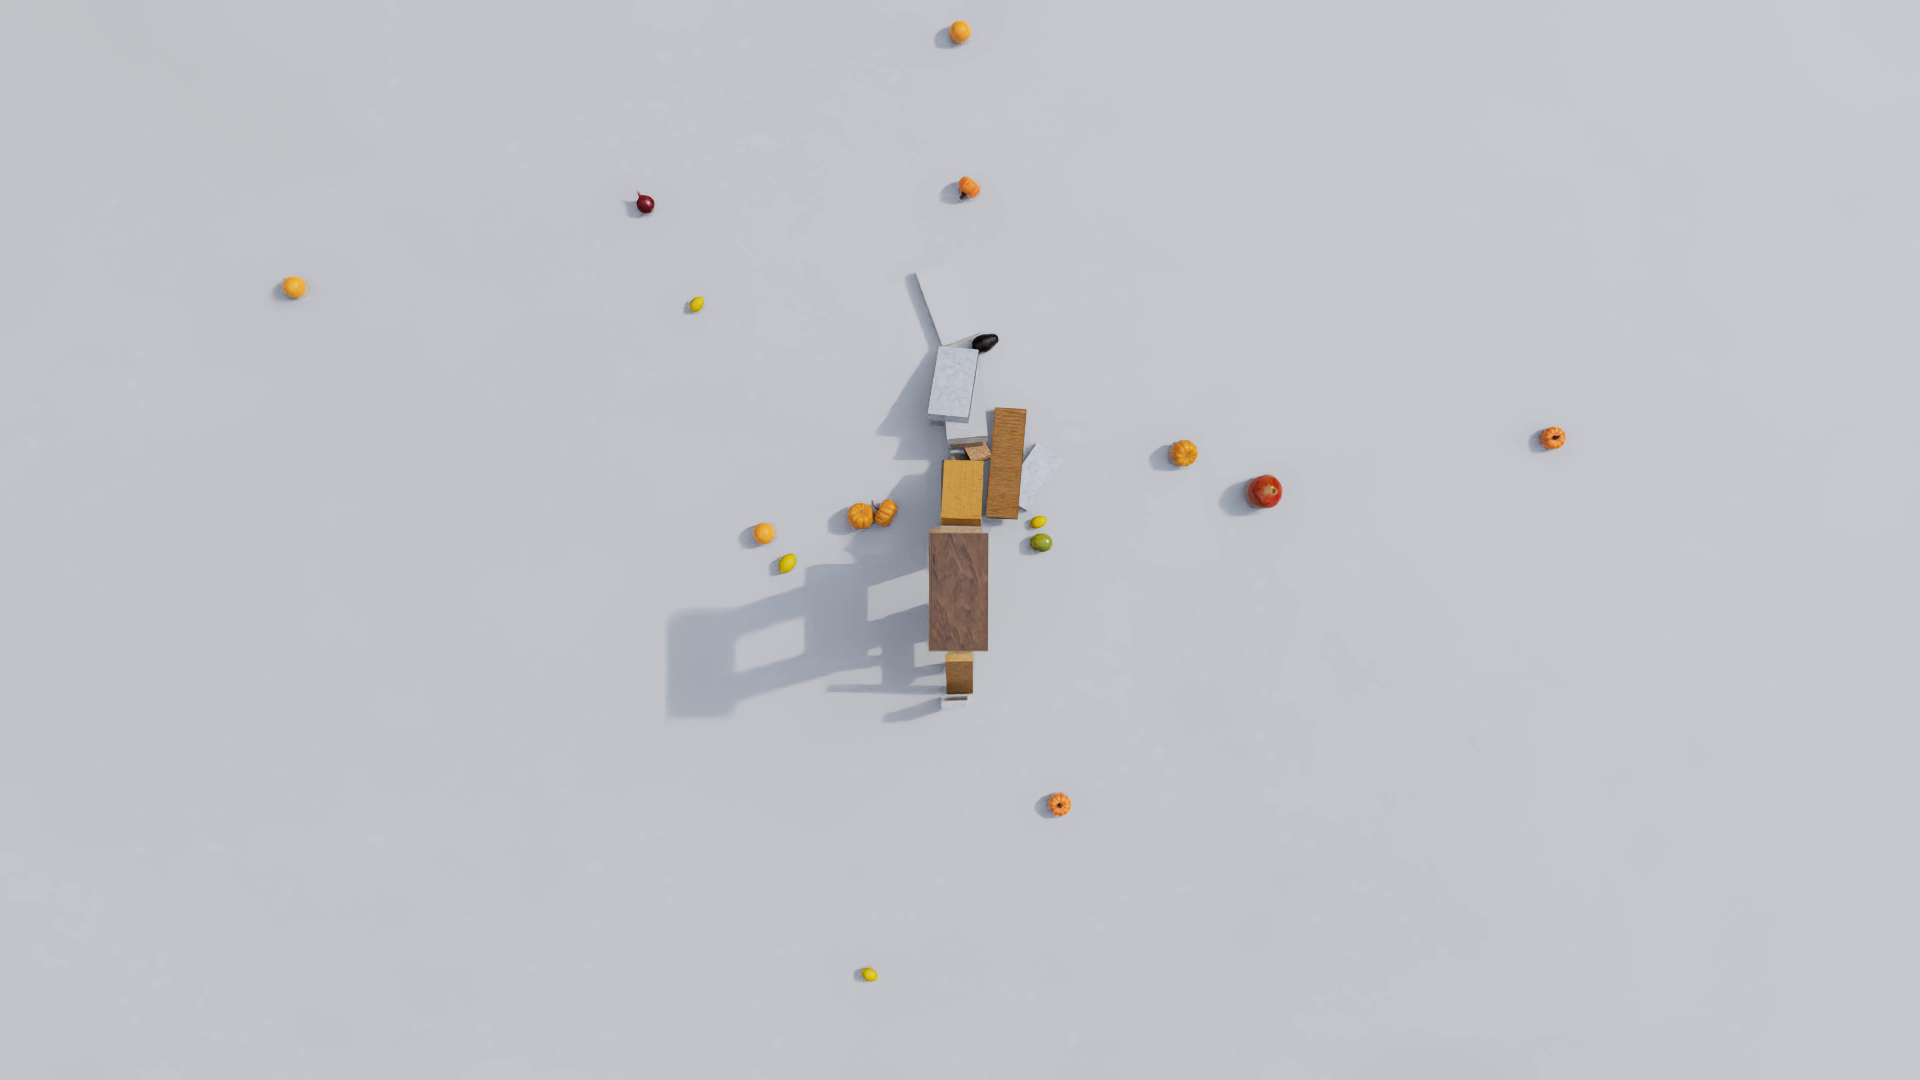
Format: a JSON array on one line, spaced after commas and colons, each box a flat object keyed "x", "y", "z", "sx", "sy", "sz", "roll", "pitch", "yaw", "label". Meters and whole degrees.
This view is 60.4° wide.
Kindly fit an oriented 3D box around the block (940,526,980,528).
[{"x": 0.003, "y": -0.058, "z": 5.372, "sx": 0.127, "sy": 0.255, "sz": 0.036, "roll": 0, "pitch": 104, "yaw": 0, "label": "block"}]

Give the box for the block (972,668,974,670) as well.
[{"x": 0.002, "y": 0.403, "z": 5.417, "sx": 0.083, "sy": 0.166, "sz": 0.023, "roll": 0, "pitch": 79, "yaw": 0, "label": "block"}]

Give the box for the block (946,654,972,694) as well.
[{"x": -0.002, "y": 0.434, "z": 5.328, "sx": 0.086, "sy": 0.361, "sz": 0.024, "roll": -1, "pitch": 68, "yaw": 0, "label": "block"}]

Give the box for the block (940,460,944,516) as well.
[{"x": 0.002, "y": -0.164, "z": 5.396, "sx": 0.127, "sy": 0.255, "sz": 0.036, "roll": 0, "pitch": 134, "yaw": 0, "label": "block"}]

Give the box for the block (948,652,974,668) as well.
[{"x": 0.001, "y": 0.331, "z": 5.322, "sx": 0.083, "sy": 0.023, "sz": 0.166, "roll": -1, "pitch": 90, "yaw": 0, "label": "block"}]

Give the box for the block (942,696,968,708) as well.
[{"x": -0.017, "y": 0.531, "z": 5.414, "sx": 0.086, "sy": 0.172, "sz": 0.024, "roll": -2, "pitch": 90, "yaw": 0, "label": "block"}]

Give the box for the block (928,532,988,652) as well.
[{"x": -0.004, "y": 0.149, "z": 4.768, "sx": 0.171, "sy": 0.049, "sz": 0.343, "roll": 0, "pitch": 90, "yaw": 0, "label": "block"}]

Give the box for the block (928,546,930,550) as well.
[{"x": -0.009, "y": 0.044, "z": 4.964, "sx": 0.171, "sy": 0.343, "sz": 0.049, "roll": -1, "pitch": 92, "yaw": 0, "label": "block"}]

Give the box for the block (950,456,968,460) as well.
[{"x": 0.005, "y": -0.272, "z": 5.450, "sx": 0.070, "sy": 0.020, "sz": 0.140, "roll": 0, "pitch": 53, "yaw": 0, "label": "block"}]

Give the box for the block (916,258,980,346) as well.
[{"x": -0.041, "y": -0.789, "z": 5.481, "sx": 0.132, "sy": 0.037, "sz": 0.265, "roll": -20, "pitch": 90, "yaw": 0, "label": "block"}]

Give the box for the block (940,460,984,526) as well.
[{"x": 0.008, "y": -0.152, "z": 5.314, "sx": 0.127, "sy": 0.036, "sz": 0.255, "roll": 2, "pitch": 49, "yaw": 1, "label": "block"}]

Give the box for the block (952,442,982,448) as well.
[{"x": 0.014, "y": -0.403, "z": 5.439, "sx": 0.103, "sy": 0.029, "sz": 0.206, "roll": -5, "pitch": 62, "yaw": 0, "label": "block"}]

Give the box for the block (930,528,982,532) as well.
[{"x": -0.013, "y": 0.120, "z": 5.159, "sx": 0.159, "sy": 0.045, "sz": 0.319, "roll": 0, "pitch": 90, "yaw": 0, "label": "block"}]

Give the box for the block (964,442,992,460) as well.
[{"x": 0.041, "y": -0.322, "z": 5.430, "sx": 0.070, "sy": 0.020, "sz": 0.140, "roll": -24, "pitch": 68, "yaw": -10, "label": "block"}]

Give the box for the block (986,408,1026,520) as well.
[{"x": 0.154, "y": -0.254, "z": 5.463, "sx": 0.103, "sy": 0.029, "sz": 0.366, "roll": 4, "pitch": 85, "yaw": 8, "label": "block"}]

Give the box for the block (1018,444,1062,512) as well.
[{"x": 0.241, "y": -0.209, "z": 5.485, "sx": 0.103, "sy": 0.029, "sz": 0.206, "roll": 35, "pitch": 90, "yaw": 0, "label": "block"}]

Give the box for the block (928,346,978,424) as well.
[{"x": -0.021, "y": -0.511, "z": 5.417, "sx": 0.132, "sy": 0.037, "sz": 0.265, "roll": 6, "pitch": 63, "yaw": 5, "label": "block"}]

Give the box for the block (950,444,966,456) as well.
[{"x": 0.003, "y": -0.348, "z": 5.463, "sx": 0.070, "sy": 0.020, "sz": 0.140, "roll": 0, "pitch": 66, "yaw": 0, "label": "block"}]

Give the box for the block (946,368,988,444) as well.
[{"x": 0.014, "y": -0.441, "z": 5.421, "sx": 0.132, "sy": 0.037, "sz": 0.265, "roll": -5, "pitch": 62, "yaw": 0, "label": "block"}]
